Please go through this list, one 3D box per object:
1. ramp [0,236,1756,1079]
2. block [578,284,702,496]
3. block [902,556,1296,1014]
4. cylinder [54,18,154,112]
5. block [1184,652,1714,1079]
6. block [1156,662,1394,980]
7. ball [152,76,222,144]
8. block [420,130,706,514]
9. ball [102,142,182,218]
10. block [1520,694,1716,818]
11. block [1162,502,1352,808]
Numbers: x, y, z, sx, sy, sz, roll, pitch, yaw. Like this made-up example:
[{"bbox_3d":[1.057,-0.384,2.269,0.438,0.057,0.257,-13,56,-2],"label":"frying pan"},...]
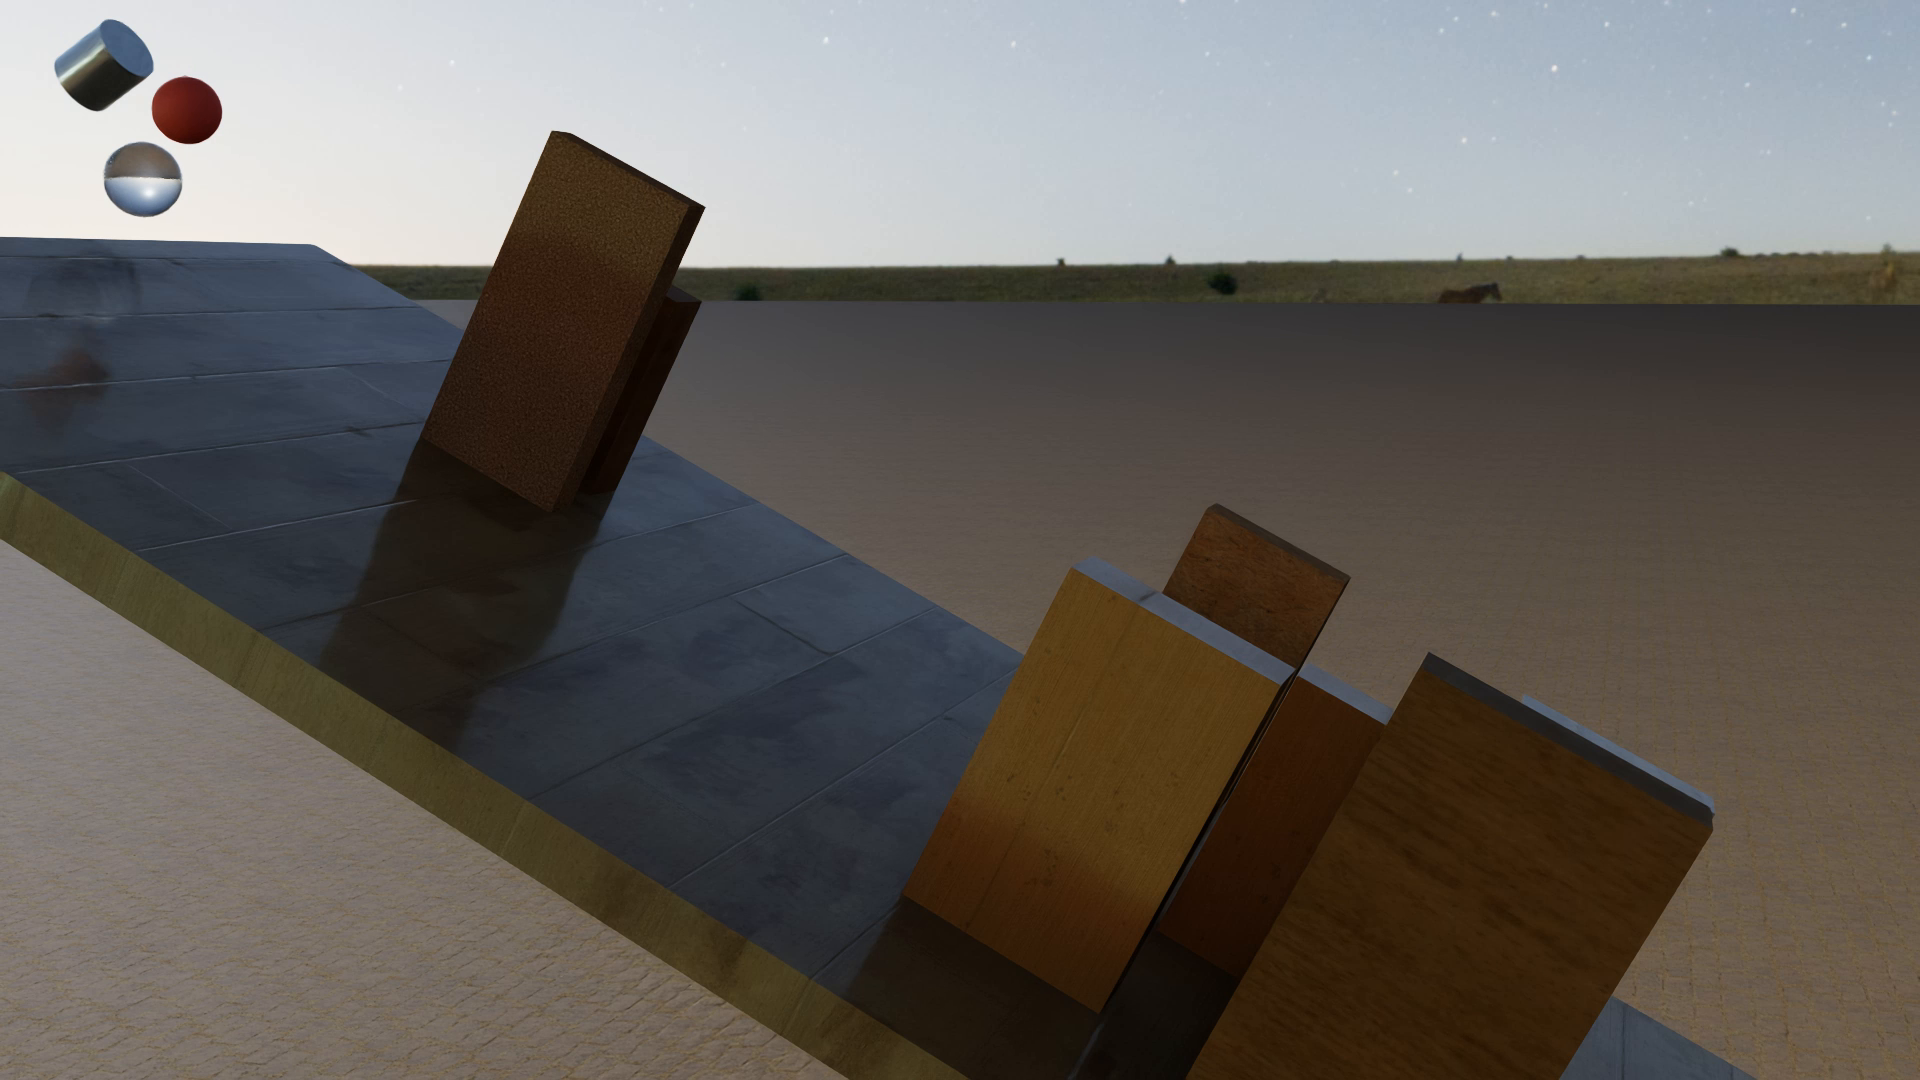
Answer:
[{"bbox_3d":[-0.231,0.386,4.152,4.000,0.100,2.000,30,14,12],"label":"ramp"},{"bbox_3d":[-0.800,-0.376,4.706,0.310,0.460,0.129,30,14,12],"label":"block"},{"bbox_3d":[0.217,0.385,3.496,0.368,0.608,0.149,30,14,12],"label":"block"},{"bbox_3d":[-1.672,-0.927,4.297,0.129,0.129,0.129,-29,-3,20],"label":"cylinder"},{"bbox_3d":[0.646,0.612,3.069,0.429,0.794,0.130,30,14,12],"label":"block"},{"bbox_3d":[0.653,0.550,3.858,0.398,0.529,0.136,30,14,12],"label":"block"},{"bbox_3d":[-1.664,-0.925,4.734,0.144,0.144,0.144,0,7,0],"label":"ball"},{"bbox_3d":[-0.806,-0.437,4.439,0.330,0.689,0.082,30,14,12],"label":"block"},{"bbox_3d":[-1.786,-0.788,4.807,0.165,0.165,0.165,0,7,0],"label":"ball"},{"bbox_3d":[0.852,0.643,3.468,0.323,0.729,0.109,30,14,12],"label":"block"},{"bbox_3d":[0.555,0.247,4.719,0.327,0.557,0.111,30,14,12],"label":"block"}]
